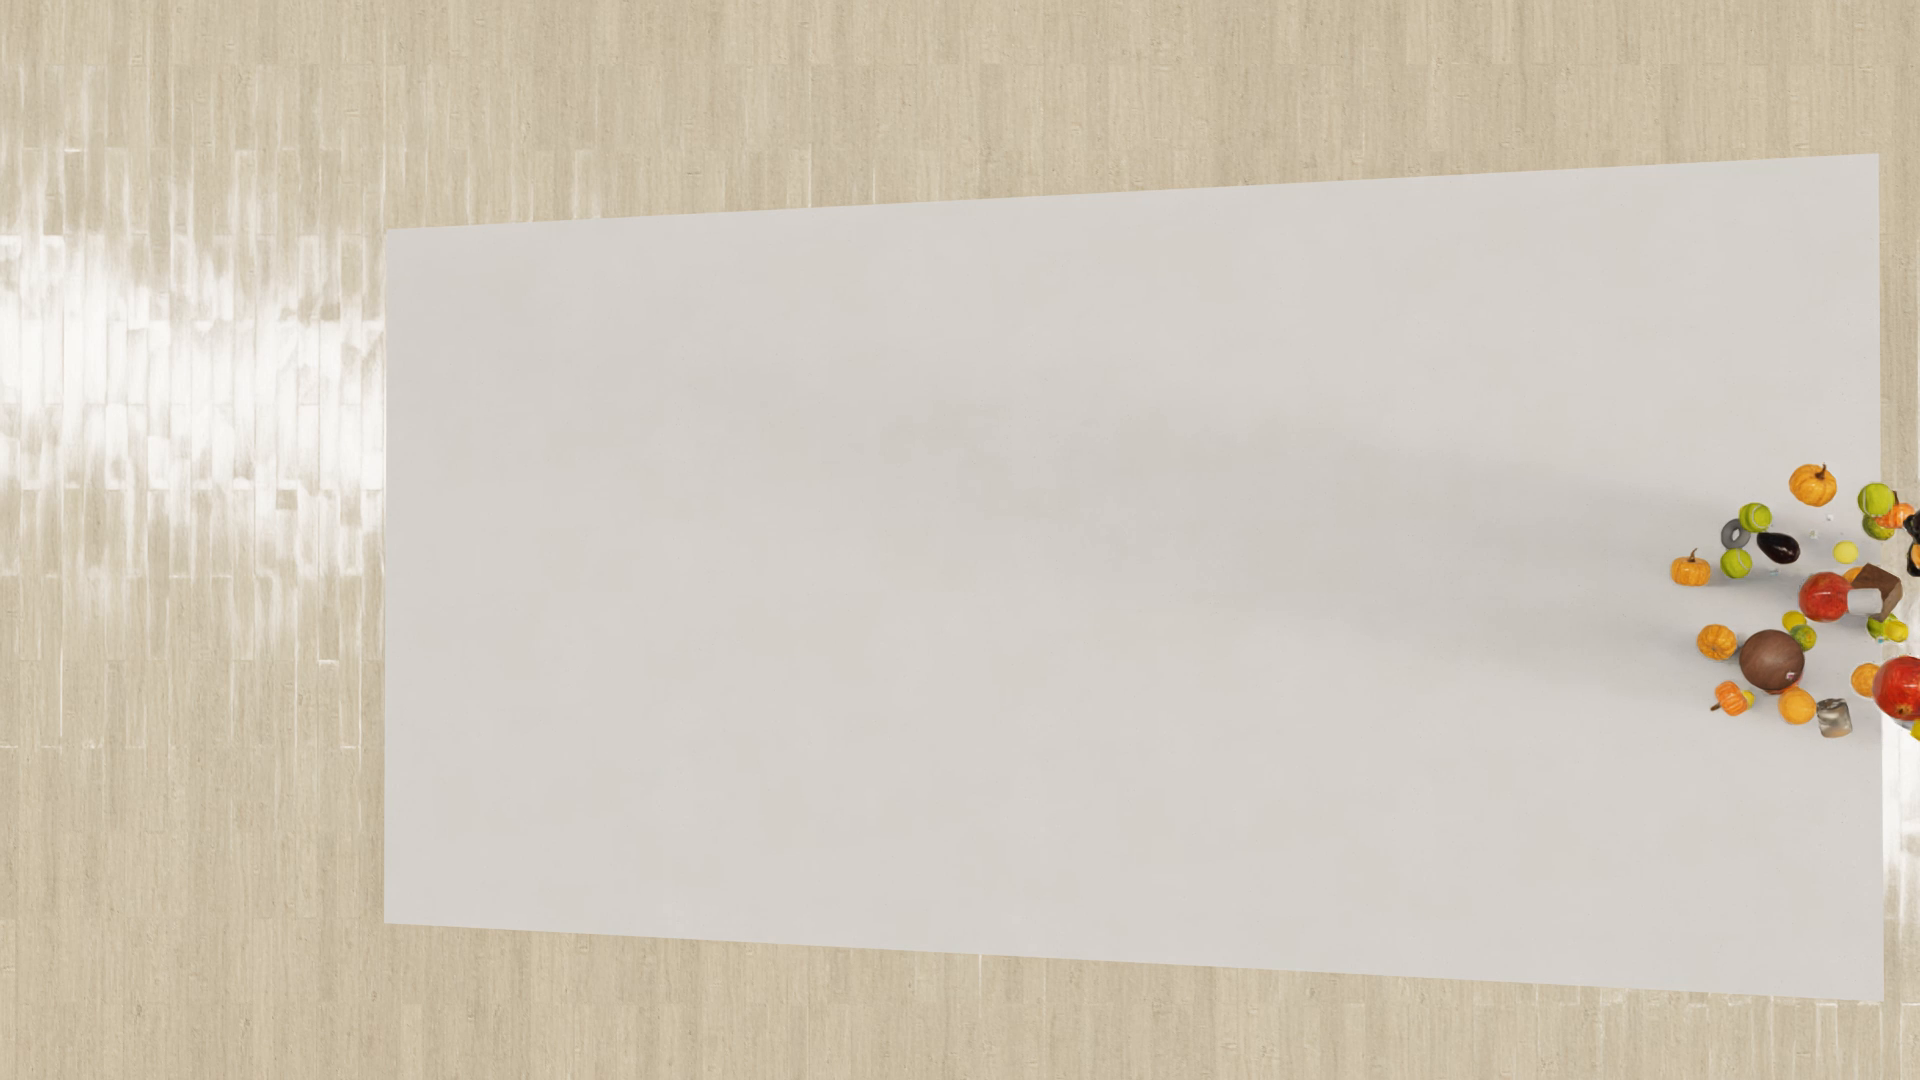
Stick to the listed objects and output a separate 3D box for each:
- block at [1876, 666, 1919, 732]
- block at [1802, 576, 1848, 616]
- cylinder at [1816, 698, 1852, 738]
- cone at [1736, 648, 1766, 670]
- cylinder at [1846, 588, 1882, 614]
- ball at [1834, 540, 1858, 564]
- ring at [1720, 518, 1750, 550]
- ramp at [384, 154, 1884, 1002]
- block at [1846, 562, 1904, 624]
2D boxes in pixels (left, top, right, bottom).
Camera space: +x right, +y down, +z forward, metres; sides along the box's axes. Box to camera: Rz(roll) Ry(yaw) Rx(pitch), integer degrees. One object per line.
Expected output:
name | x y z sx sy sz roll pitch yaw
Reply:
block | 1.873 0.313 4.326 0.083 0.083 0.083 -37 53 29
block | 2.037 0.131 5.183 0.078 0.078 0.078 15 93 16
cylinder | 1.792 0.365 4.509 0.062 0.062 0.062 -18 103 0
cone | 1.881 0.268 5.198 0.064 0.064 0.064 -31 89 23
cylinder | 1.871 0.127 4.548 0.053 0.053 0.053 -6 89 41
ball | 2.072 0.029 5.144 0.055 0.055 0.055 0 89 0
ring | 1.832 -0.012 5.193 0.026 0.078 0.078 16 89 -32
ramp | 0.272 0.095 5.810 4.000 0.100 2.000 0 89 17
block | 2.021 0.117 4.858 0.081 0.081 0.081 34 80 38
